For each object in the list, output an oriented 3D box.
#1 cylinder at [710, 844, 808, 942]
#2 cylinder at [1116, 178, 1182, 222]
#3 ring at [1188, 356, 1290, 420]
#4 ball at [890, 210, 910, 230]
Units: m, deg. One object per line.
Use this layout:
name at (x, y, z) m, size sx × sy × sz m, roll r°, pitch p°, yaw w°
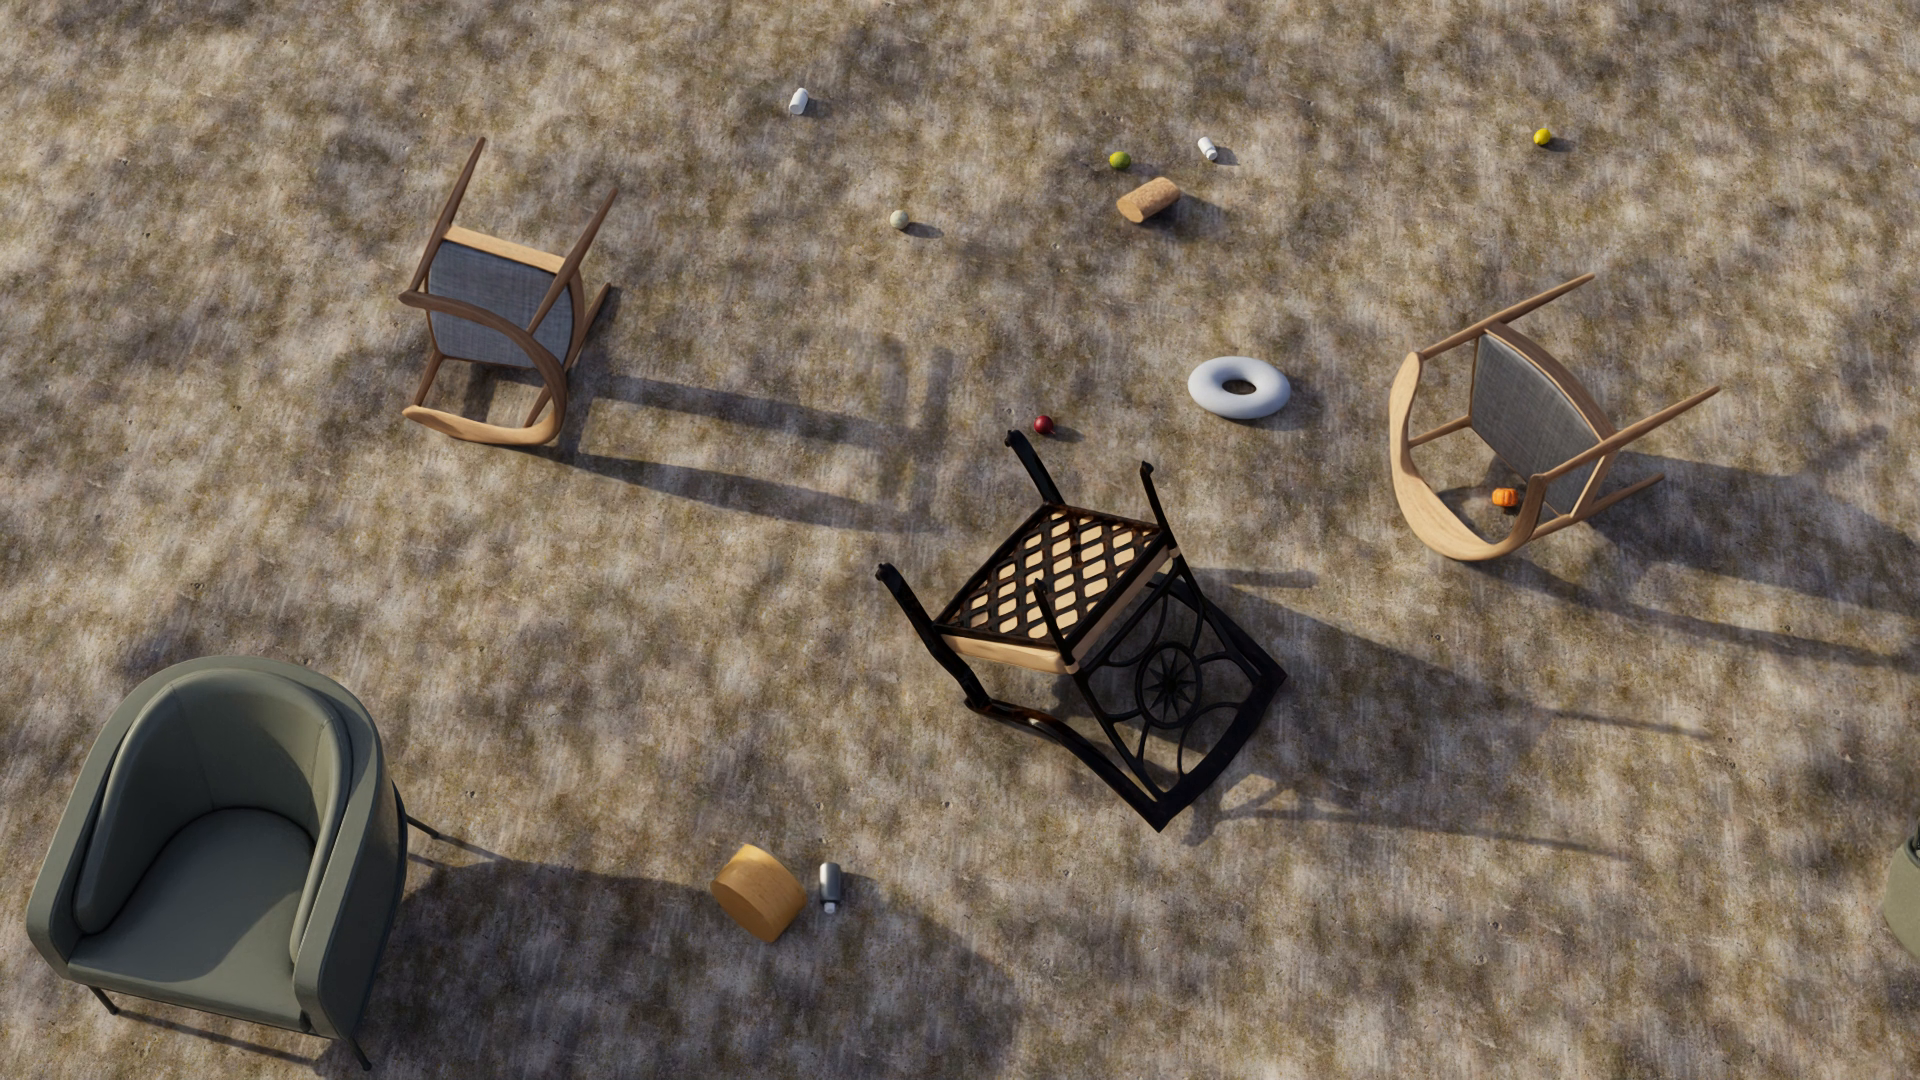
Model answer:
cylinder at (-0.532, 0.933, 5.811) m, size 0.221 × 0.230 × 0.133 m, roll 7°, pitch 47°, yaw 49°
cylinder at (0.625, -1.125, 7.272) m, size 0.163 × 0.081 × 0.142 m, roll -31°, pitch 36°, yaw -19°
ring at (0.870, -0.475, 6.851) m, size 0.322 × 0.072 × 0.234 m, roll 5°, pitch 55°, yaw 3°
ball at (-0.199, -1.055, 7.244) m, size 0.063 × 0.063 × 0.063 m, roll 0°, pitch 56°, yaw 0°
